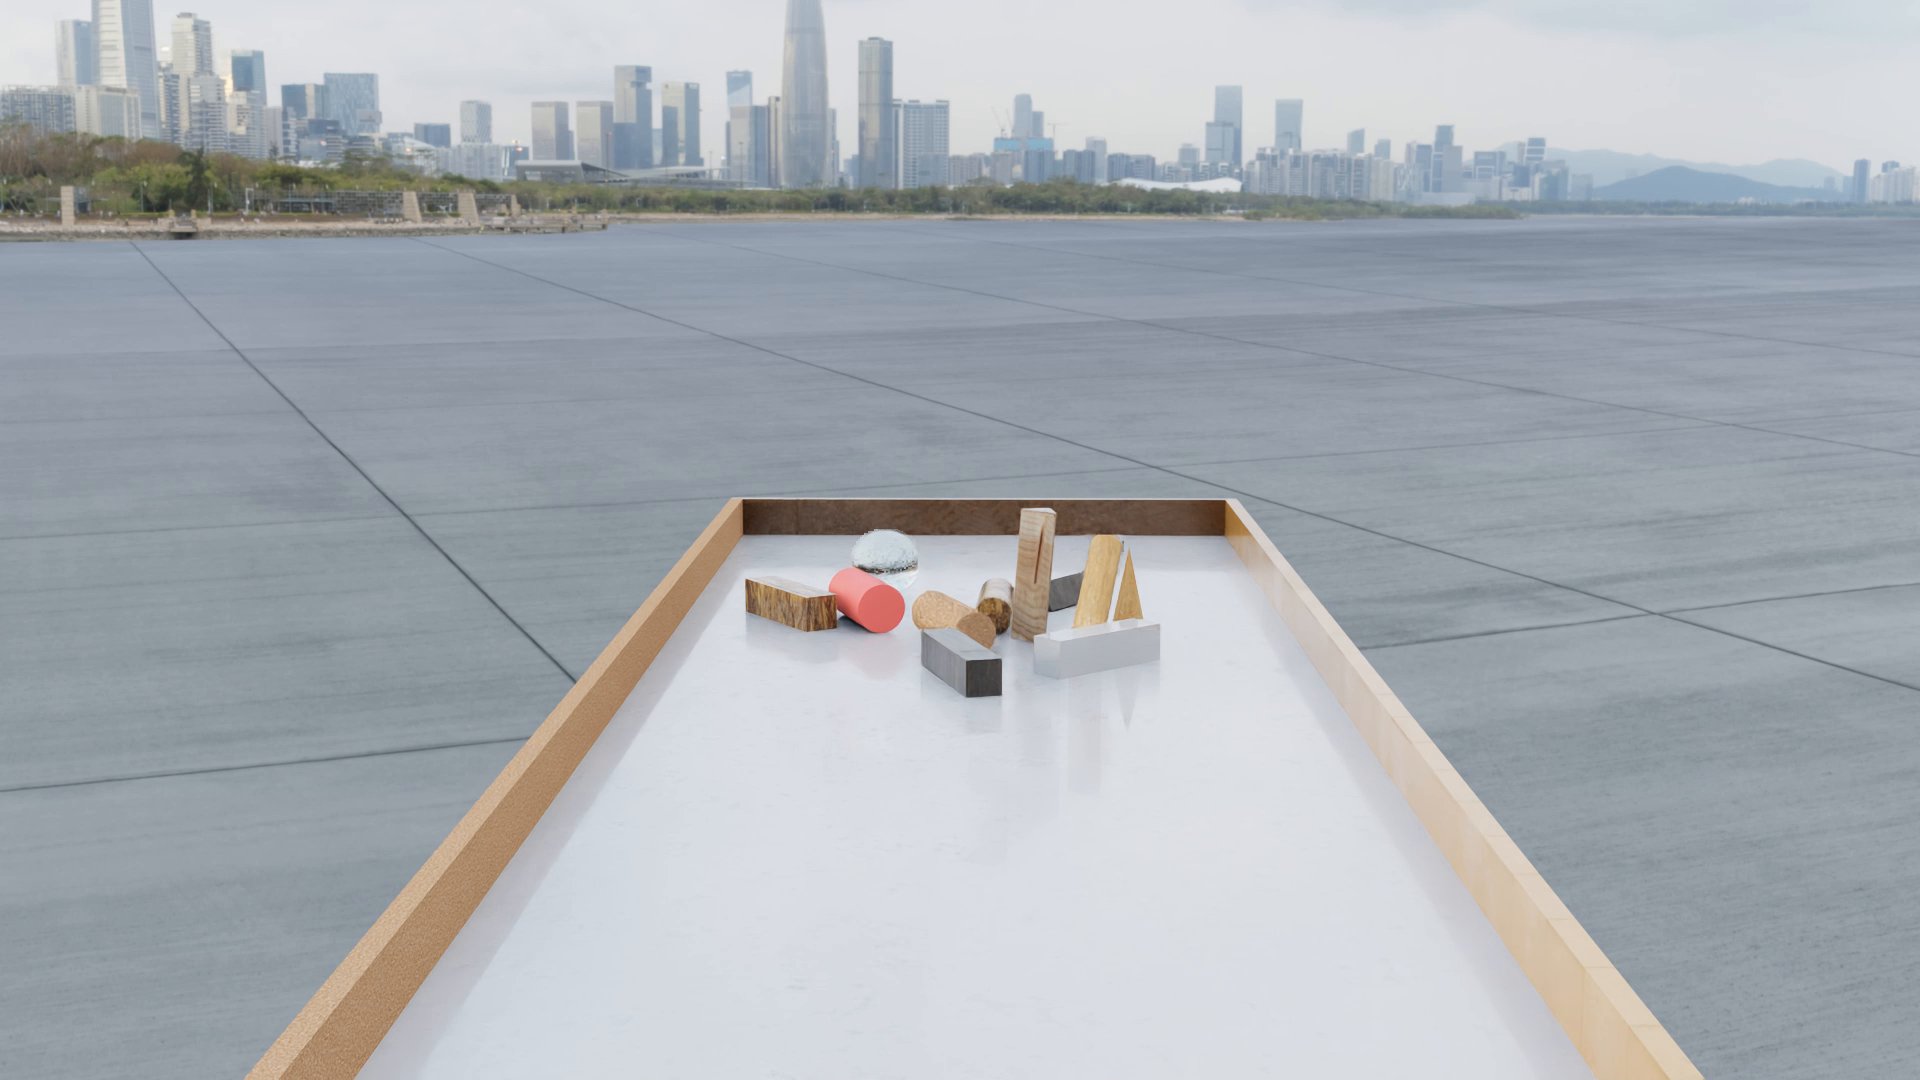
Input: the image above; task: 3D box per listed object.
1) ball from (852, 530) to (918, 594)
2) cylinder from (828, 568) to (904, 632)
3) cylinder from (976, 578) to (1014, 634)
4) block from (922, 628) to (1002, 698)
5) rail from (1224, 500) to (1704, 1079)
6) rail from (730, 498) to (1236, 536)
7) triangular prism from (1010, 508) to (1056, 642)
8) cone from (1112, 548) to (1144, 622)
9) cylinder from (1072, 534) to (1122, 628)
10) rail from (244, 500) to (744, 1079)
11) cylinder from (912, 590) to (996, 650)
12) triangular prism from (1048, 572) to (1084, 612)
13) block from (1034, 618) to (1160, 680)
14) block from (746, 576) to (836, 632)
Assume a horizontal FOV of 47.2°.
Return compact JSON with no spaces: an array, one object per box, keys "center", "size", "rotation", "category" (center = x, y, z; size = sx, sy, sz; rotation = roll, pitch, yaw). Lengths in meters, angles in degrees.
[{"center":[-0.263,0.083,7.734],"size":[0.236,0.236,0.236],"rotation":[0,9,0],"category":"ball"},{"center":[-0.311,0.197,7.262],"size":[0.159,0.159,0.347],"rotation":[-3,10,-19],"category":"cylinder"},{"center":[0.117,0.216,7.250],"size":[0.123,0.123,0.372],"rotation":[0,9,3],"category":"cylinder"},{"center":[0.001,0.355,6.423],"size":[0.108,0.108,0.460],"rotation":[-3,9,-17],"category":"block"},{"center":[1.046,0.843,3.208],"size":[0.050,0.150,12.000],"rotation":[0,9,1],"category":"rail"},{"center":[0.099,-0.098,9.147],"size":[2.100,0.150,0.050],"rotation":[0,9,1],"category":"rail"},{"center":[0.248,0.109,6.980],"size":[0.116,0.417,0.100],"rotation":[8,9,20],"category":"triangular prism"},{"center":[0.531,0.174,6.923],"size":[0.129,0.309,0.129],"rotation":[0,9,0],"category":"cone"},{"center":[0.427,0.168,6.873],"size":[0.102,0.102,0.415],"rotation":[2,47,14],"category":"cylinder"},{"center":[-1.004,0.839,3.234],"size":[0.050,0.150,12.000],"rotation":[0,9,1],"category":"rail"},{"center":[-0.023,0.260,6.923],"size":[0.138,0.138,0.405],"rotation":[-3,10,-19],"category":"cylinder"},{"center":[0.361,0.172,7.612],"size":[0.107,0.093,0.325],"rotation":[7,11,34],"category":"triangular prism"},{"center":[0.414,0.324,6.600],"size":[0.418,0.114,0.114],"rotation":[-8,12,-40],"category":"block"},{"center":[-0.566,0.210,7.326],"size":[0.113,0.113,0.429],"rotation":[-6,11,-32],"category":"block"}]
